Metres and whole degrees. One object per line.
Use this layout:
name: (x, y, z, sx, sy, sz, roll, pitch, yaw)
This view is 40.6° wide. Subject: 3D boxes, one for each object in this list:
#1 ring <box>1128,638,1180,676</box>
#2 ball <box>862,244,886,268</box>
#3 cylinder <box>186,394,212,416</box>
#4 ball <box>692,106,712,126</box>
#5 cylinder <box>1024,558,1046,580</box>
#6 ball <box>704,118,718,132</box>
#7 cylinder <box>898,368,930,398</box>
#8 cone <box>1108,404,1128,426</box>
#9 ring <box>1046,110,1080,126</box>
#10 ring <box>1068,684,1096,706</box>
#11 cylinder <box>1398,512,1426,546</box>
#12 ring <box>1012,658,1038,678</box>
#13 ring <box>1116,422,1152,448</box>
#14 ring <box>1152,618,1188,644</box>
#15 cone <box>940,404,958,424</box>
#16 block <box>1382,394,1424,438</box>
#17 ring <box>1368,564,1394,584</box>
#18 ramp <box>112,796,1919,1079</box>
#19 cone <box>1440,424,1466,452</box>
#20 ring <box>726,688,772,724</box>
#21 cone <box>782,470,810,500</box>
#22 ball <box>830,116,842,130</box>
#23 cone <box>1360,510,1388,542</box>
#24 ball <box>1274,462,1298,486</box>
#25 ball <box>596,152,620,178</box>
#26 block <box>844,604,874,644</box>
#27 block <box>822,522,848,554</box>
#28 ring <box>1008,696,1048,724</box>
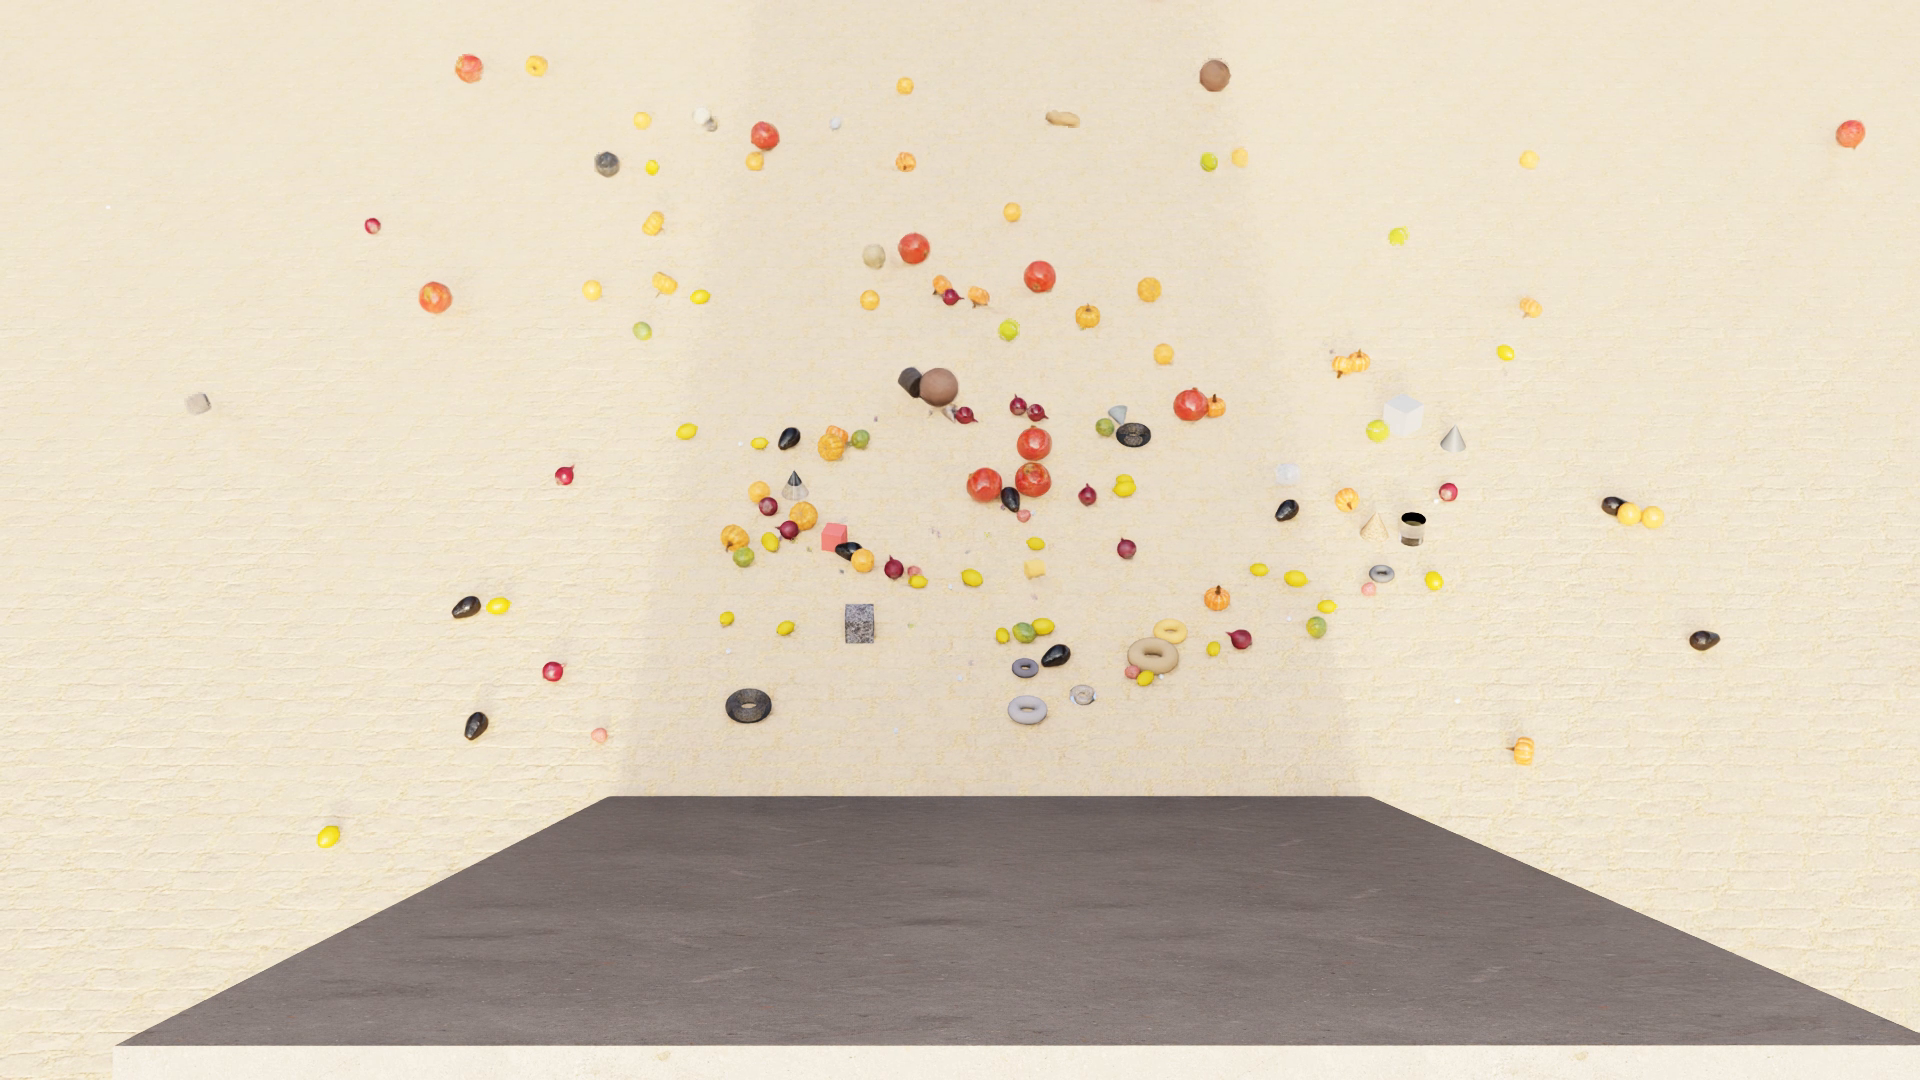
ring: (0.551, 0.332, 7.416, 0.149, 0.050, 0.149, 1, 34, -1)
ball: (-0.309, -1.018, 9.324, 0.084, 0.084, 0.084, 0, 35, 0)
cylinder: (-2.498, -0.442, 8.518, 0.060, 0.060, 0.060, -26, 42, -32)
ball: (-1.023, -1.680, 10.283, 0.076, 0.076, 0.076, 0, 35, 0)
cylinder: (0.224, 0.087, 7.764, 0.052, 0.052, 0.052, -13, 37, -18)
ball: (-0.981, -1.635, 10.238, 0.053, 0.053, 0.053, 0, 35, 0)
cylinder: (-0.153, -0.522, 8.618, 0.077, 0.077, 0.077, -18, 39, -24)
cone: (0.523, -0.395, 8.476, 0.067, 0.067, 0.067, -9, 62, -12)
ring: (0.406, -1.665, 10.254, 0.134, 0.045, 0.134, 8, 4, -1)
ring: (0.345, 0.435, 7.288, 0.078, 0.026, 0.078, -1, 36, 0)
cylinder: (1.379, -0.033, 7.916, 0.076, 0.076, 0.076, 0, 35, 0)
ring: (0.186, 0.364, 7.390, 0.078, 0.026, 0.078, 1, 34, -1)
ring: (0.561, -0.340, 8.390, 0.116, 0.039, 0.116, 0, 36, 0)
ring: (0.609, 0.264, 7.526, 0.101, 0.034, 0.101, 0, 36, 0)
cone: (-0.026, -0.402, 8.490, 0.058, 0.058, 0.058, -13, 64, -18)
block: (1.440, -0.405, 8.439, 0.090, 0.090, 0.090, -28, 43, -34)
ring: (1.262, 0.101, 7.768, 0.077, 0.026, 0.077, -1, 35, 1)
ramp: (0.077, 0.662, 4.827, 2.000, 0.100, 4.000, 0, -2, 0)
cone: (1.590, -0.339, 8.350, 0.083, 0.083, 0.083, 0, 35, 0)
ring: (-0.589, 0.462, 7.234, 0.131, 0.044, 0.131, 0, 36, 0)
cone: (-0.517, -0.184, 8.122, 0.088, 0.088, 0.088, 0, 35, 0)
ball: (-0.491, -1.646, 10.256, 0.051, 0.051, 0.051, 0, 35, 0)
cone: (1.269, -0.054, 7.934, 0.089, 0.089, 0.089, 0, 35, 0)
ball: (1.028, -0.206, 8.165, 0.075, 0.075, 0.075, 0, 35, 0)
ball: (-1.344, -1.432, 9.909, 0.096, 0.096, 0.096, 0, 35, 0)
block: (-0.291, 0.242, 7.515, 0.082, 0.082, 0.082, 0, 35, -1)
block: (-0.382, -0.007, 7.890, 0.062, 0.062, 0.062, 9, 36, 13)
ring: (0.188, 0.473, 7.224, 0.112, 0.037, 0.112, 1, 34, -1)
